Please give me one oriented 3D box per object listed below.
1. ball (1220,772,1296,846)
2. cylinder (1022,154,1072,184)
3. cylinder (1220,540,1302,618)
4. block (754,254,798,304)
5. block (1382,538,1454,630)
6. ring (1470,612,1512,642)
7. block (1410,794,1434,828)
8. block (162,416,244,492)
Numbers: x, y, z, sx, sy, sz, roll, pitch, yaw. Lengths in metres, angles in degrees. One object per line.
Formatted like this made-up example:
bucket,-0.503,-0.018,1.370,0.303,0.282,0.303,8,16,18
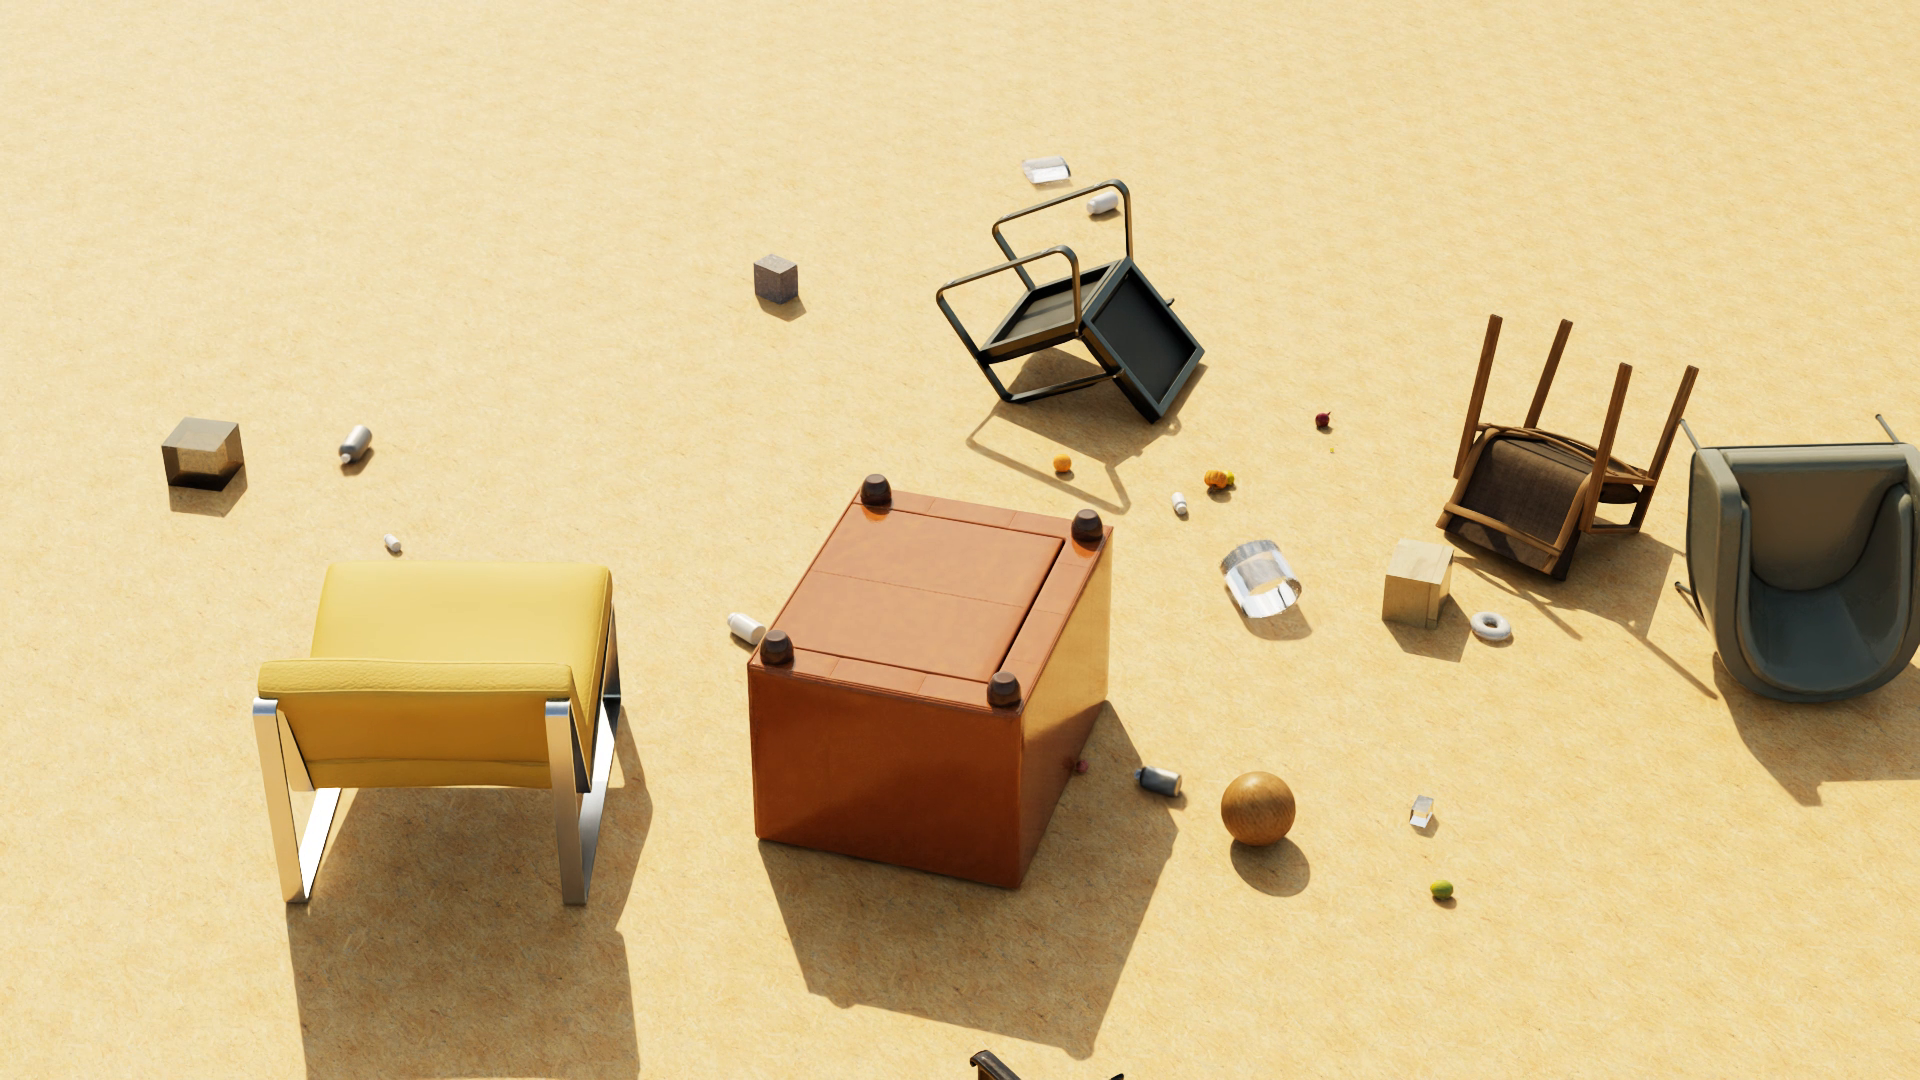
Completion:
ball,0.958,0.863,9.414,0.242,0.242,0.242,0,33,0
cylinder,0.396,-1.703,13.464,0.176,0.072,0.192,-10,37,-15
cylinder,1.085,0.138,10.589,0.232,0.152,0.252,-22,36,-1
block,-0.784,-1.112,12.495,0.153,0.150,0.112,25,41,32
block,1.644,0.156,10.528,0.197,0.197,0.251,11,35,16
ring,1.890,0.307,10.440,0.136,0.043,0.161,-17,38,-26
block,1.504,0.883,9.552,0.053,0.059,0.084,15,36,21
block,-2.912,-0.331,11.283,0.220,0.180,0.218,7,34,10
